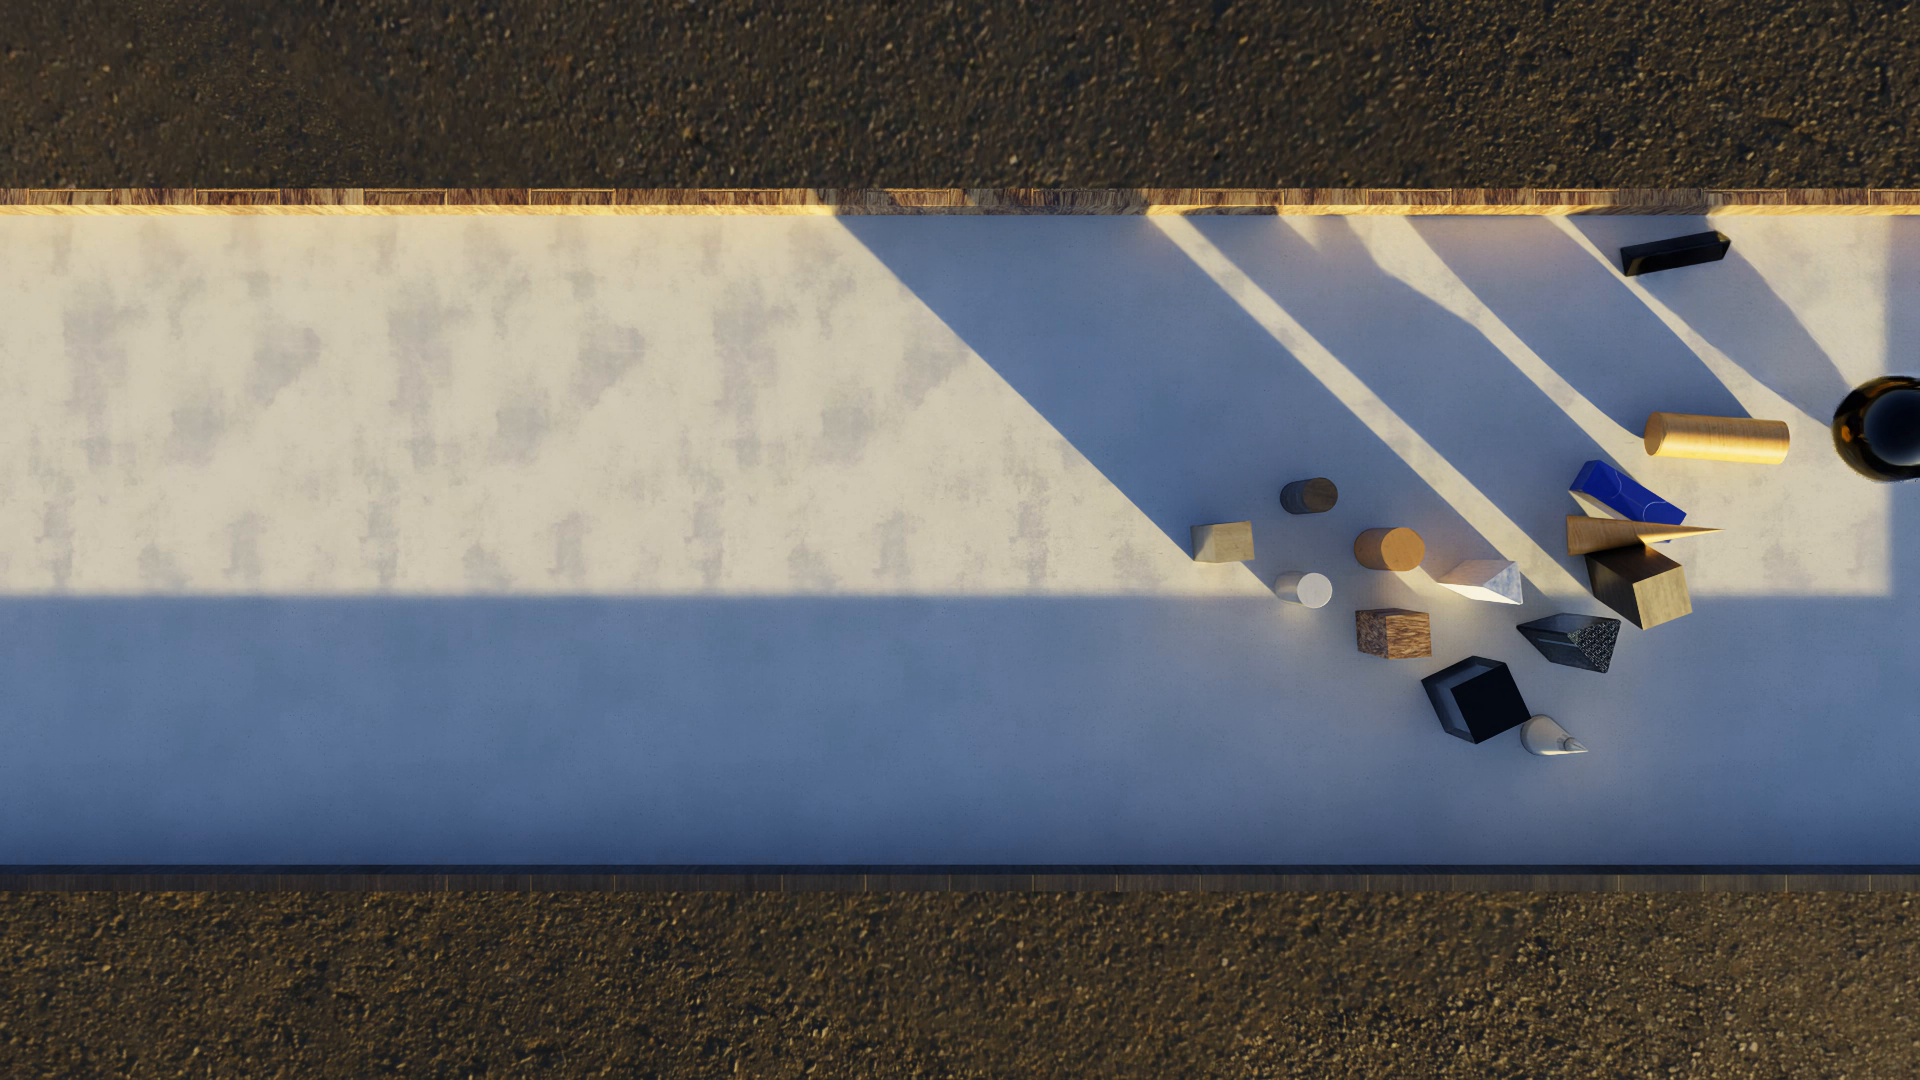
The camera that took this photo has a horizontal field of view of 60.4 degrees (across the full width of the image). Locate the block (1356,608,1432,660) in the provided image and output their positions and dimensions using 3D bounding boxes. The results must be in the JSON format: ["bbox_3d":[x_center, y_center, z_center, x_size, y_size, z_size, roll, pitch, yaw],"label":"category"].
[{"bbox_3d":[1.283,0.275,4.895,0.124,0.364,0.124,-4,90,0],"label":"block"}]

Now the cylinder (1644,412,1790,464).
[{"bbox_3d":[2.296,-0.309,5.009,0.382,0.134,0.134,4,90,0],"label":"cylinder"}]

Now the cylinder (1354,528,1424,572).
[{"bbox_3d":[1.275,0.027,4.913,0.127,0.327,0.127,0,90,0],"label":"cylinder"}]

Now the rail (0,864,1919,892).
[{"bbox_3d":[-2.247,1.025,5.001,12.000,0.150,0.050,0,90,0],"label":"rail"}]

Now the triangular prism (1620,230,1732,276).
[{"bbox_3d":[2.189,-0.880,5.035,0.302,0.078,0.090,-10,90,0],"label":"triangular prism"}]

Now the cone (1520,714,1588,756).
[{"bbox_3d":[1.788,0.601,4.882,0.127,0.389,0.127,0,90,0],"label":"cone"}]

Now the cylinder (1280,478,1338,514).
[{"bbox_3d":[1.035,-0.129,4.908,0.102,0.338,0.102,0,90,0],"label":"cylinder"}]

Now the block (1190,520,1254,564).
[{"bbox_3d":[0.768,0.006,4.854,0.109,0.445,0.109,-6,90,0],"label":"block"}]

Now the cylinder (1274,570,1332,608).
[{"bbox_3d":[1.017,0.145,4.905,0.101,0.342,0.101,0,90,0],"label":"cylinder"}]

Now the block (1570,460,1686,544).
[{"bbox_3d":[2.032,-0.116,5.024,0.311,0.105,0.105,32,90,0],"label":"block"}]

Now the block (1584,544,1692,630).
[{"bbox_3d":[2.014,0.125,4.909,0.152,0.304,0.152,-20,108,0],"label":"block"}]

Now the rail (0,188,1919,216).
[{"bbox_3d":[-2.247,-1.025,5.002,12.000,0.150,0.050,0,90,0],"label":"rail"}]

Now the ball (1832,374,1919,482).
[{"bbox_3d":[2.780,-0.332,4.916,0.321,0.321,0.321,0,90,0],"label":"ball"}]

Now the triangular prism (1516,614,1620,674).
[{"bbox_3d":[1.814,0.274,4.863,0.155,0.427,0.134,45,90,0],"label":"triangular prism"}]

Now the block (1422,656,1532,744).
[{"bbox_3d":[1.536,0.474,4.924,0.178,0.305,0.178,-25,90,0],"label":"block"}]

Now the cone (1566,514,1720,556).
[{"bbox_3d":[2.055,-0.022,4.943,0.443,0.127,0.127,-2,90,19],"label":"cone"}]

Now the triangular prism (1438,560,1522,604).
[{"bbox_3d":[1.543,0.107,4.853,0.120,0.447,0.104,24,90,0],"label":"triangular prism"}]
